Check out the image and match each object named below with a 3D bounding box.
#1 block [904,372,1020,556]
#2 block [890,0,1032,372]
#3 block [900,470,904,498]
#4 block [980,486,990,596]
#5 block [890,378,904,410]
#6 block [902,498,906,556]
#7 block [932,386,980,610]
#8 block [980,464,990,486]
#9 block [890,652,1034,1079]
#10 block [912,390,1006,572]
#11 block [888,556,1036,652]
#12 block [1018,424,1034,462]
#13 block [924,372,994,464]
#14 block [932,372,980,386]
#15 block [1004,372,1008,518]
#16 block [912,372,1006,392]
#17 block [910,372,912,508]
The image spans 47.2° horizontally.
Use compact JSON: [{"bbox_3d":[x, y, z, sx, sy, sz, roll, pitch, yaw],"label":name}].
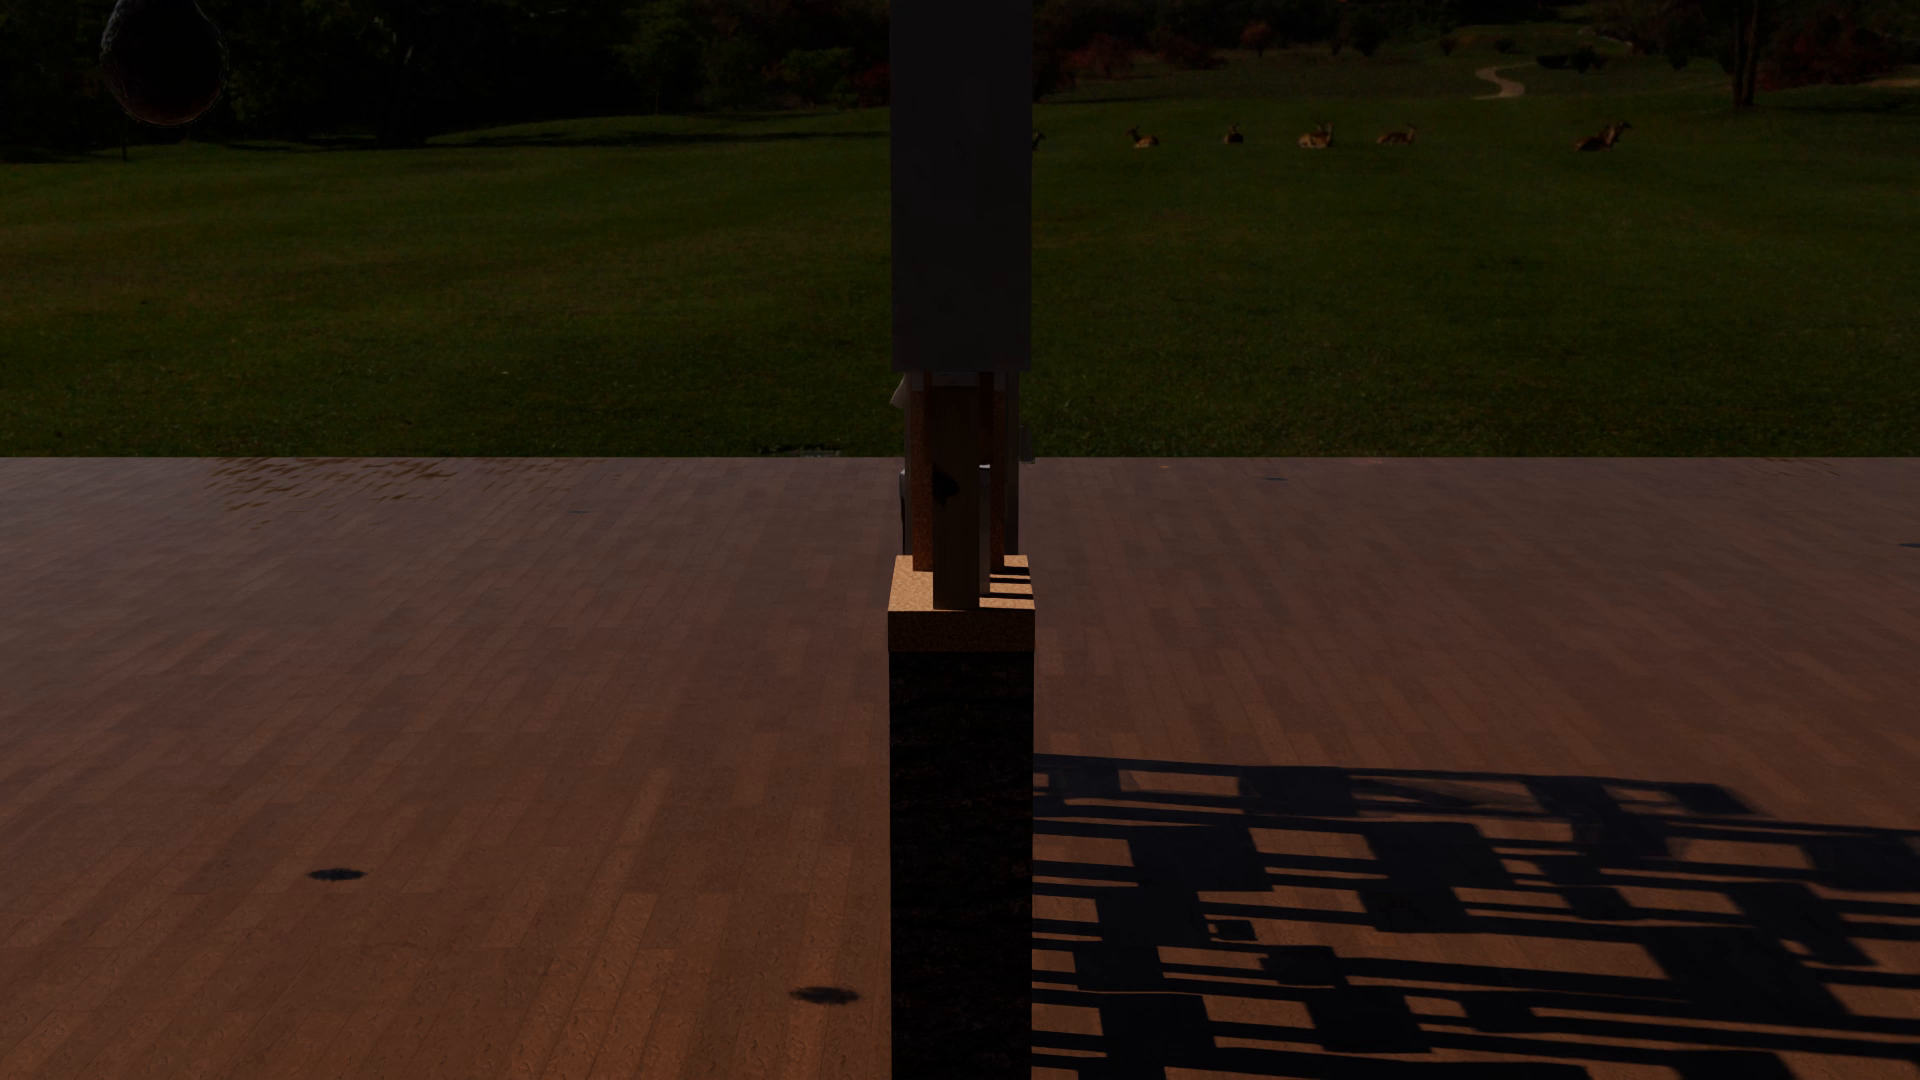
[{"bbox_3d":[0.003,-0.115,3.334,0.171,0.540,0.049,0,11,0],"label":"block"},{"bbox_3d":[0.001,-0.461,2.602,0.166,0.520,0.047,0,11,0],"label":"block"},{"bbox_3d":[-0.017,-0.128,4.279,0.164,0.046,0.328,1,10,5],"label":"block"},{"bbox_3d":[0.002,-0.002,2.759,0.071,0.141,0.020,0,10,0],"label":"block"},{"bbox_3d":[-0.040,-0.319,4.279,0.118,0.237,0.034,28,50,-5],"label":"block"},{"bbox_3d":[-0.026,0.076,4.211,0.164,0.328,0.046,1,12,5],"label":"block"},{"bbox_3d":[-0.005,-0.052,2.664,0.057,0.275,0.016,0,11,0],"label":"block"},{"bbox_3d":[0.003,-0.090,2.791,0.071,0.020,0.141,0,10,0],"label":"block"},{"bbox_3d":[0.002,0.433,2.797,0.179,0.626,0.051,0,10,0],"label":"block"},{"bbox_3d":[-0.002,-0.081,2.910,0.121,0.243,0.034,0,11,0],"label":"block"},{"bbox_3d":[0.002,0.079,2.853,0.179,0.051,0.358,0,10,0],"label":"block"},{"bbox_3d":[0.071,-0.179,4.198,0.134,0.067,0.019,-5,8,10],"label":"block"},{"bbox_3d":[-0.002,-0.243,2.759,0.088,0.293,0.025,0,11,0],"label":"block"},{"bbox_3d":[-0.005,-0.202,2.674,0.057,0.016,0.113,0,11,0],"label":"block"},{"bbox_3d":[0.003,-0.285,3.126,0.130,0.512,0.037,0,10,0],"label":"block"},{"bbox_3d":[-0.003,-0.232,2.964,0.121,0.034,0.243,0,11,0],"label":"block"},{"bbox_3d":[-0.004,-0.369,3.207,0.139,0.646,0.039,0,10,0],"label":"block"}]
